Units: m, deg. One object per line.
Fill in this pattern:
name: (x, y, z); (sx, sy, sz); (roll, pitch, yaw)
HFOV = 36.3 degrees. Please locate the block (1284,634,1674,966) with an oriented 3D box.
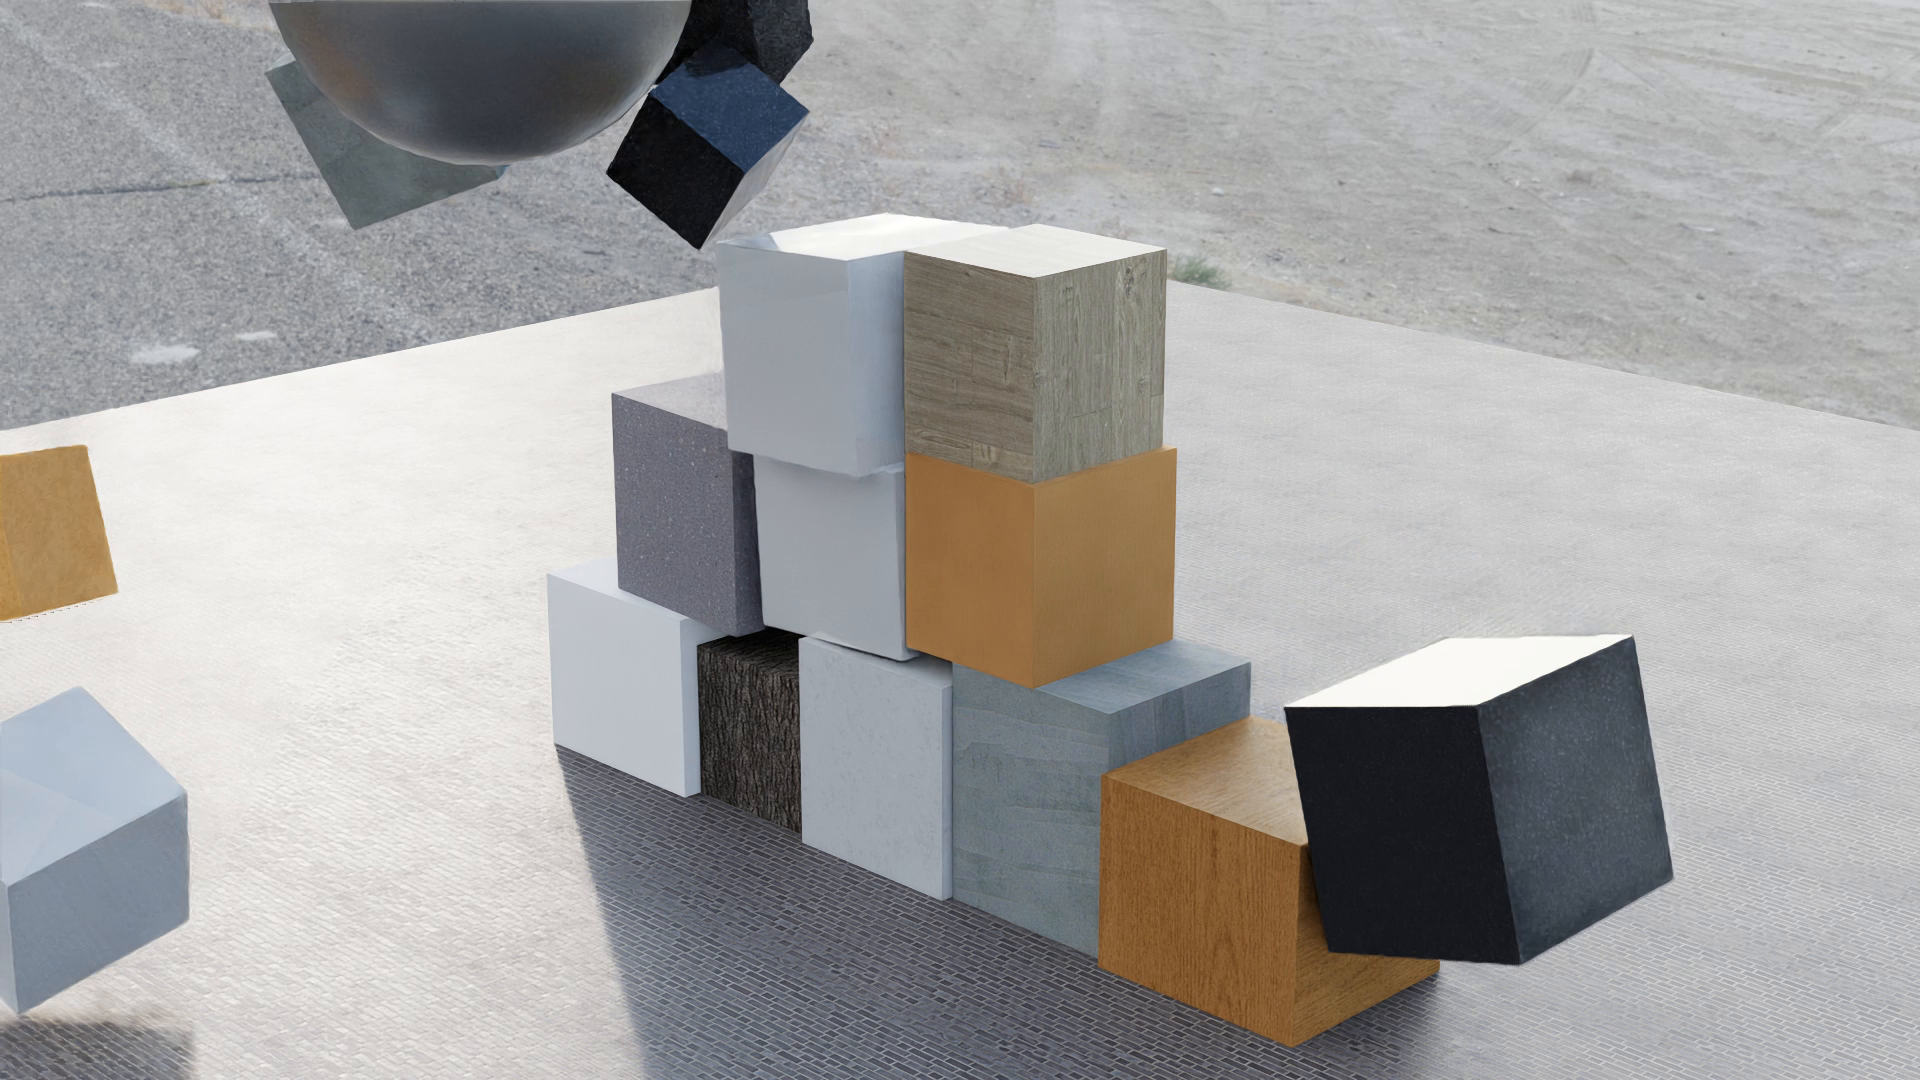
block: (2.056, 1.001, 11.576); (1.082, 1.001, 0.918); (-18, 9, -43)

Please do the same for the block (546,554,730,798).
block: (-1.342, 0.601, 14.909); (1.054, 0.914, 1.047); (-17, 24, -42)

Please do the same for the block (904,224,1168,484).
block: (0.326, -0.826, 12.731); (0.830, 0.886, 0.771); (-17, 24, -42)

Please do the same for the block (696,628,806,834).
block: (-0.673, 0.864, 14.317); (0.898, 0.767, 0.797); (-17, 24, -42)

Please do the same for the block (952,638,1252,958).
block: (0.624, 1.072, 13.043); (0.928, 1.134, 0.928); (-17, 24, -42)

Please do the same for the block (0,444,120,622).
block: (-3.893, 0.020, 11.544); (0.746, 0.617, 0.764); (-11, 4, 12)

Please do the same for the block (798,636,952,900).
block: (-0.060, 0.934, 13.680); (0.935, 1.015, 0.996); (17, 24, 42)

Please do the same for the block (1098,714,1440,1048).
block: (1.317, 1.409, 12.388); (1.059, 0.883, 0.997); (17, 24, 42)

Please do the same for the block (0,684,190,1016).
block: (-3.802, 1.286, 12.245); (0.773, 0.817, 0.838); (38, 47, 26)

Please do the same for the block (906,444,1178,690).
block: (0.359, 0.033, 12.968); (0.909, 0.894, 0.778); (-17, 24, -42)

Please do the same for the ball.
ball: (-1.764, -2.183, 10.806); (1.600, 1.600, 1.600); (0, 17, 0)

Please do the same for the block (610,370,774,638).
block: (-1.047, -0.215, 14.308); (0.870, 1.002, 0.974); (-15, 23, -39)

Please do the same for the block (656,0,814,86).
block: (-1.134, -2.563, 14.052); (0.613, 0.652, 0.541); (12, 45, 21)

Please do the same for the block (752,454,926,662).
block: (-0.293, -0.038, 13.619); (0.881, 0.861, 0.958); (-16, 20, -42)

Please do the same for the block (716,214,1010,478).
block: (-0.400, -0.913, 13.380); (1.023, 0.960, 0.920); (-15, 19, -40)

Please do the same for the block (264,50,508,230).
block: (-2.426, -1.969, 12.943); (0.768, 0.793, 0.704); (-16, 26, 21)

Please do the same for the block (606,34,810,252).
block: (-1.193, -1.877, 13.859); (0.576, 0.622, 0.573); (40, 49, 0)
